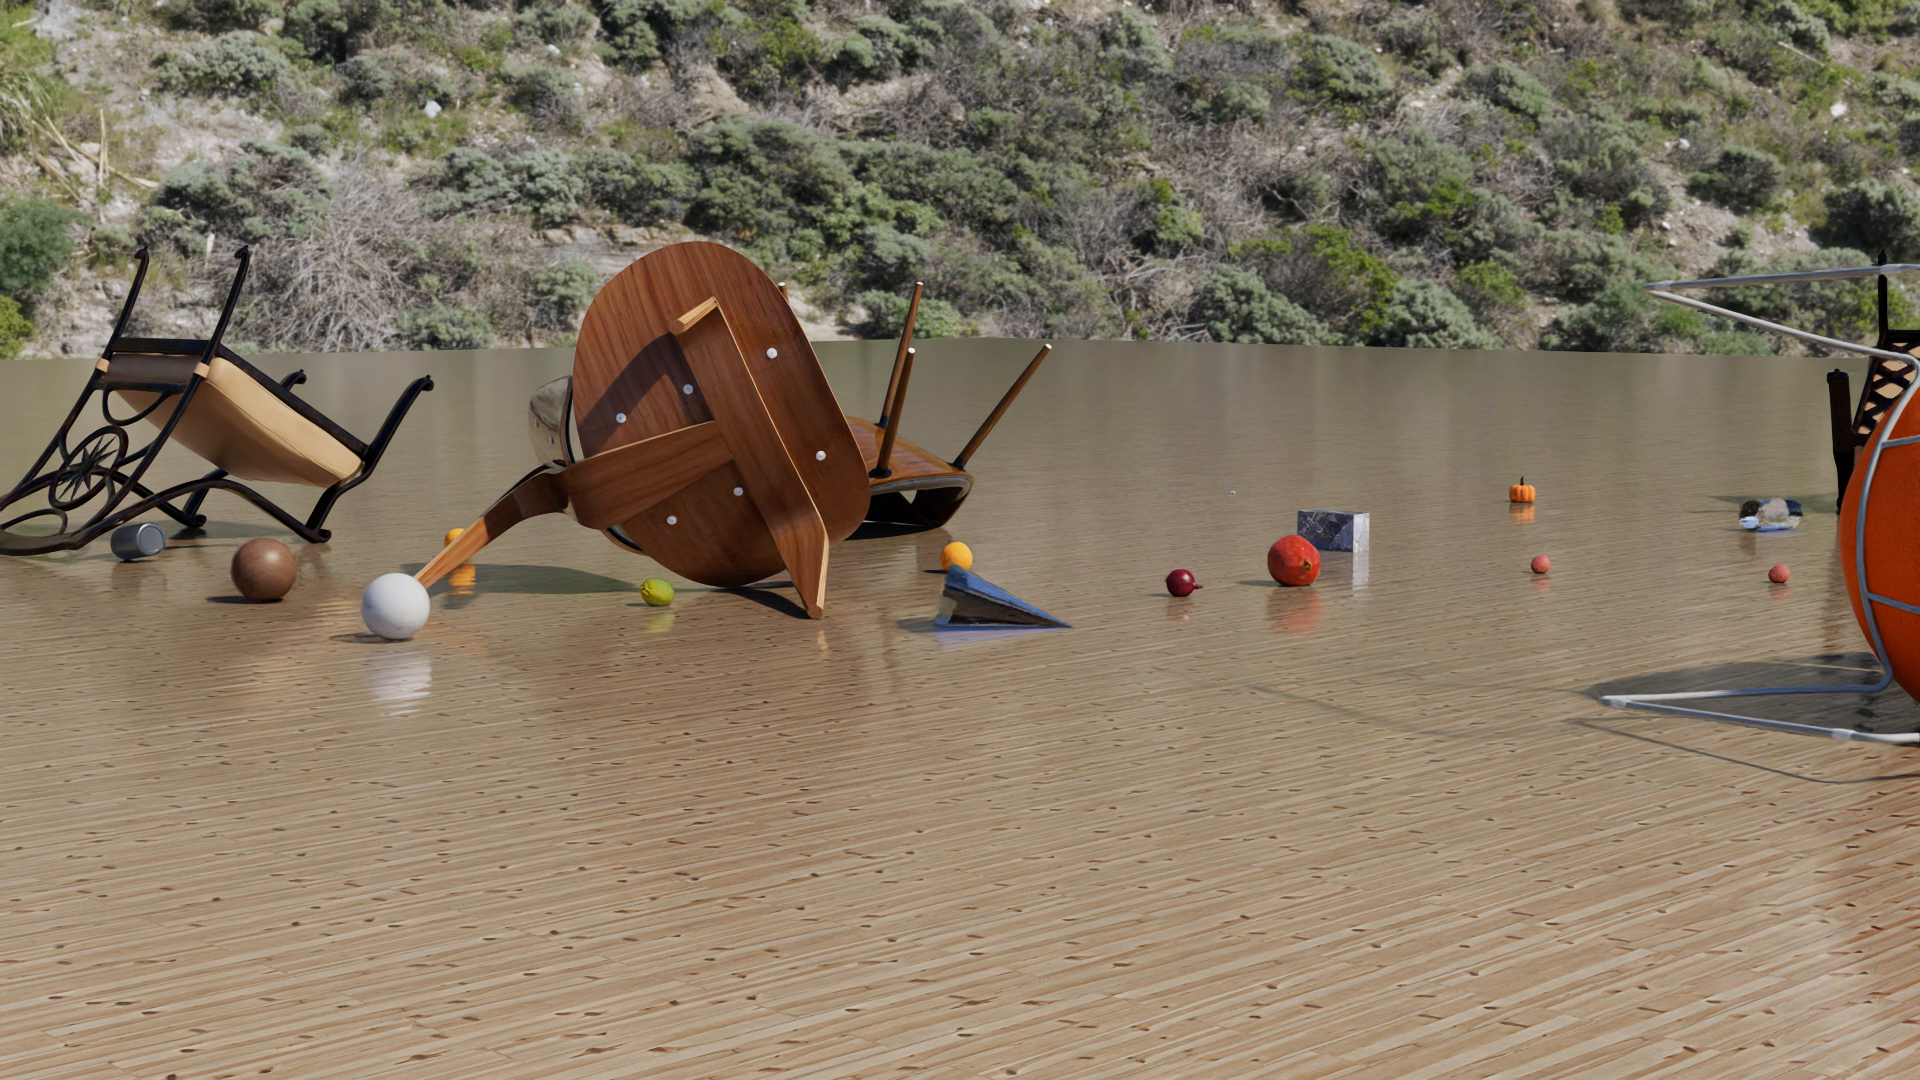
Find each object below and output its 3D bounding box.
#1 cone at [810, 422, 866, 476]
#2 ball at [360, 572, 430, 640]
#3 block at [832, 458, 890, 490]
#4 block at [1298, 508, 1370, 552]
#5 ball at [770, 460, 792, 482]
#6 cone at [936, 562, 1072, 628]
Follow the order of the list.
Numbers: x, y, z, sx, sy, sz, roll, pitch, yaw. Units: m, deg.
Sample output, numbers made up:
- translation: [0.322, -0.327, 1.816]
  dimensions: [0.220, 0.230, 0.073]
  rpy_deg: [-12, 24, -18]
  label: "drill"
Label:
- translation: [-0.437, -0.260, 8.497]
  dimensions: [0.198, 0.213, 0.170]
  rpy_deg: [37, 61, 27]
  label: "cone"
- translation: [-1.021, 0.121, 4.639]
  dimensions: [0.124, 0.124, 0.124]
  rpy_deg: [0, 6, 0]
  label: "ball"
- translation: [-0.306, -0.207, 7.998]
  dimensions: [0.141, 0.088, 0.119]
  rpy_deg: [-4, 7, -31]
  label: "block"
- translation: [0.902, -0.023, 6.201]
  dimensions: [0.159, 0.090, 0.071]
  rpy_deg: [5, 8, 40]
  label: "block"
- translation: [-0.572, -0.220, 8.184]
  dimensions: [0.074, 0.074, 0.074]
  rpy_deg: [0, 6, 0]
  label: "ball"
- translation: [0.092, 0.133, 4.813]
  dimensions: [0.254, 0.123, 0.243]
  rpy_deg: [15, -7, 0]
  label: "cone"
